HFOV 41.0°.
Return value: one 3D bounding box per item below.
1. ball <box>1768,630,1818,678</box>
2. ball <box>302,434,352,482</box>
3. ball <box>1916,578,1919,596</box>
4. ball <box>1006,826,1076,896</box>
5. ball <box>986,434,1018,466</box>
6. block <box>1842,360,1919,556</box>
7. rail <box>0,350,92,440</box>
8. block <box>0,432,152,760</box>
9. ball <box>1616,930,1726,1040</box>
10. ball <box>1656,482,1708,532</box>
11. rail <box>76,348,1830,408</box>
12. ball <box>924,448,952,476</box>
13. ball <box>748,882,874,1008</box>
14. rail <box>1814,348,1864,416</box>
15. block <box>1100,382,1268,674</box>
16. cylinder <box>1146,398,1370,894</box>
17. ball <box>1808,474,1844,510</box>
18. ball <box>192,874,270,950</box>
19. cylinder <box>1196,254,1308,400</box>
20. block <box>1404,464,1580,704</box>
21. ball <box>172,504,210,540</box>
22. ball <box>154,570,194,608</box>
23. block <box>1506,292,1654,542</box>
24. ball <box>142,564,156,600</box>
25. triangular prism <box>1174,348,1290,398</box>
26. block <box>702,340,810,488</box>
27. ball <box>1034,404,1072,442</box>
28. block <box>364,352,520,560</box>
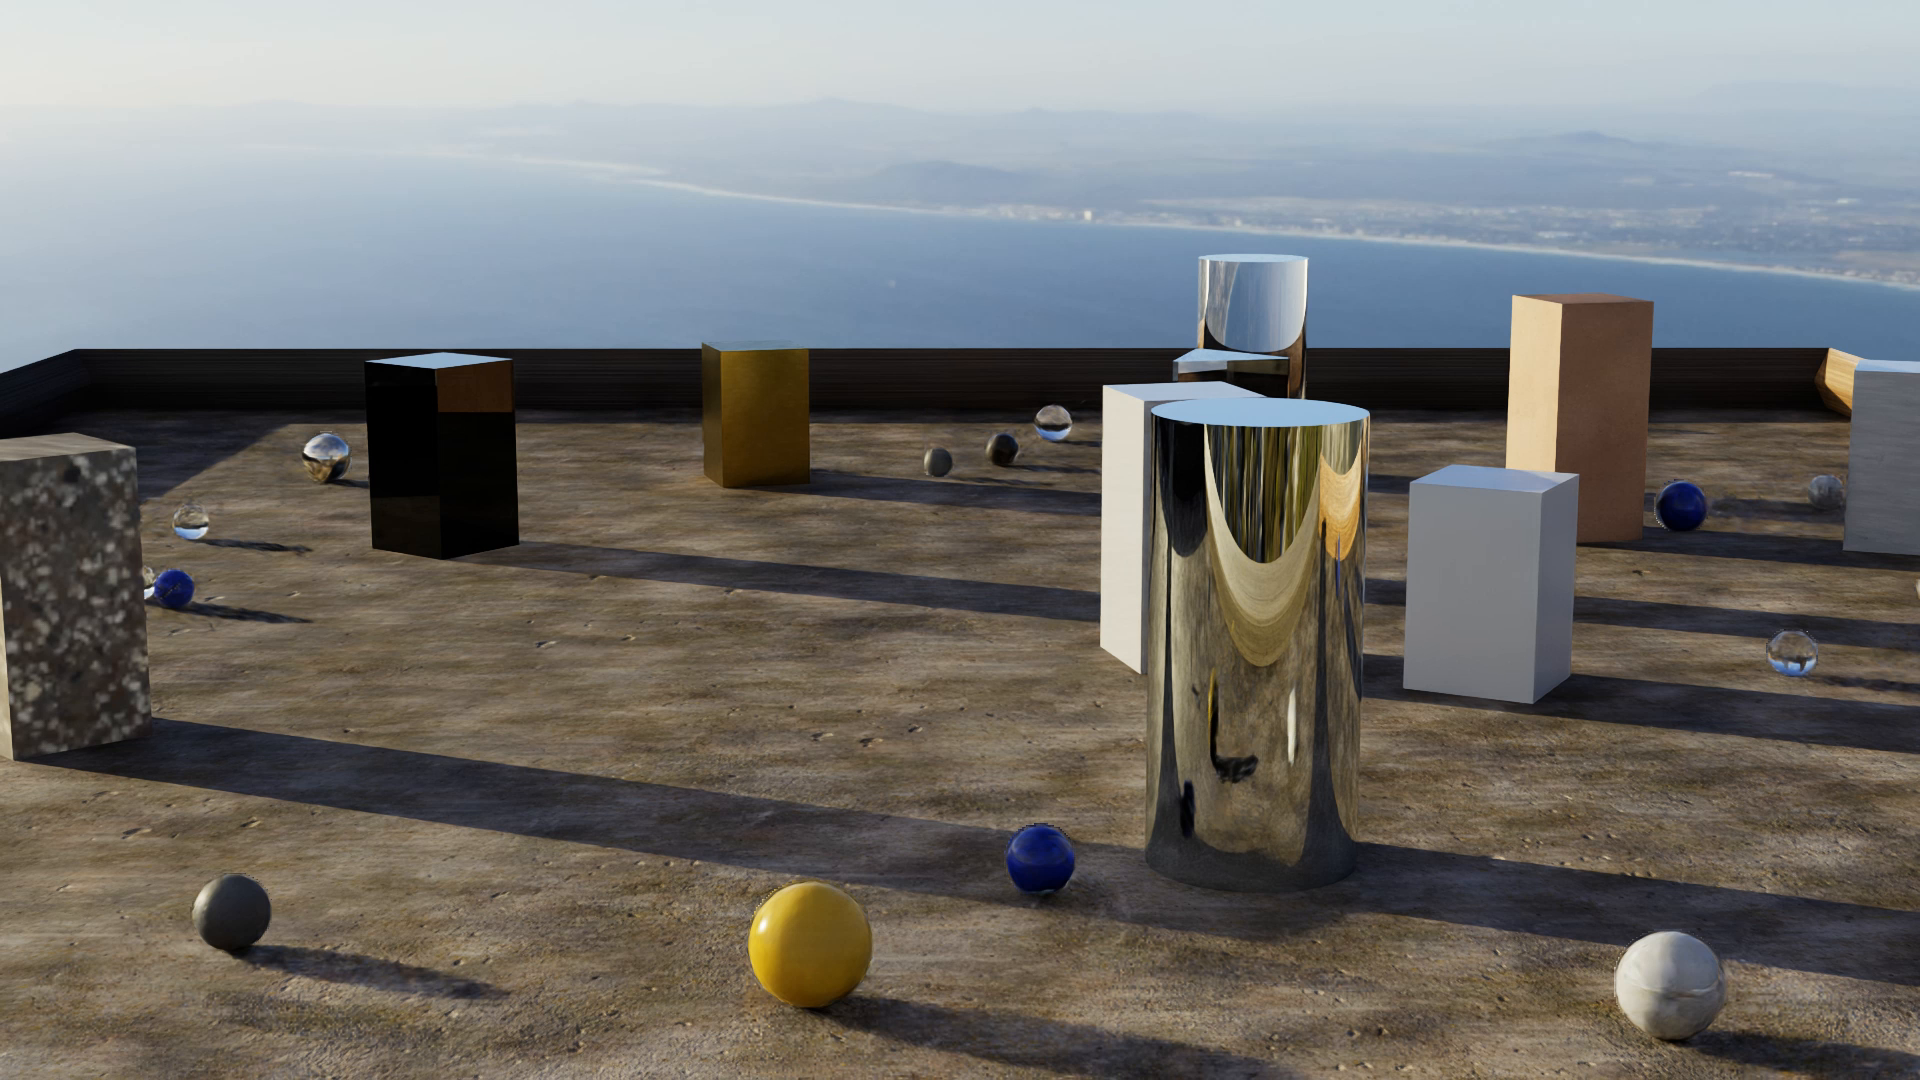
[{"bbox_3d":[1.001,0.137,3.085,0.056,0.056,0.056,0,11,0],"label":"ball"},{"bbox_3d":[-1.118,-0.145,4.532,0.084,0.084,0.084,0,11,0],"label":"ball"},{"bbox_3d":[1.328,0.065,3.489,0.051,0.051,0.051,0,11,0],"label":"ball"},{"bbox_3d":[0.072,0.284,2.278,0.061,0.061,0.061,0,11,0],"label":"ball"},{"bbox_3d":[0.077,-0.166,4.710,0.060,0.060,0.060,0,11,0],"label":"ball"},{"bbox_3d":[1.442,-0.127,3.912,0.156,0.274,0.156,4,11,22],"label":"block"},{"bbox_3d":[-1.852,0.035,3.438,0.045,0.127,4.160,0,11,0],"label":"rail"},{"bbox_3d":[-0.999,0.056,2.798,0.156,0.319,0.156,-9,14,-42],"label":"block"},{"bbox_3d":[0.538,0.337,1.941,0.081,0.081,0.081,0,11,0],"label":"ball"},{"bbox_3d":[1.138,-0.052,4.046,0.079,0.079,0.079,0,11,0],"label":"ball"},{"bbox_3d":[-0.012,-0.342,5.471,3.752,0.127,0.045,0,11,0],"label":"rail"},{"bbox_3d":[-0.039,-0.139,4.583,0.053,0.053,0.053,0,11,0],"label":"ball"},{"bbox_3d":[-0.117,0.316,2.005,0.098,0.098,0.098,0,11,0],"label":"ball"},{"bbox_3d":[1.852,0.031,3.459,0.045,0.127,4.160,0,11,0],"label":"rail"},{"bbox_3d":[0.274,-0.019,3.168,0.156,0.333,0.156,-3,11,-15],"label":"block"},{"bbox_3d":[0.269,0.091,2.341,0.195,0.419,0.195,0,11,0],"label":"cylinder"},{"bbox_3d":[1.432,-0.078,4.241,0.059,0.059,0.059,0,11,0],"label":"ball"},{"bbox_3d":[-0.606,0.310,2.134,0.063,0.063,0.063,0,11,0],"label":"ball"},{"bbox_3d":[0.520,-0.309,4.578,0.195,0.388,0.195,0,11,0],"label":"cylinder"},{"bbox_3d":[0.630,0.049,3.041,0.156,0.247,0.156,6,12,28],"label":"block"},{"bbox_3d":[-1.191,-0.027,3.974,0.055,0.055,0.055,0,11,0],"label":"ball"},{"bbox_3d":[-1.065,0.066,3.476,0.053,0.053,0.053,0,11,0],"label":"ball"},{"bbox_3d":[0.963,-0.193,4.004,0.156,0.369,0.156,-3,11,-16],"label":"block"},{"bbox_3d":[-1.130,0.058,3.522,0.052,0.052,0.052,0,11,0],"label":"ball"},{"bbox_3d":[0.364,-0.108,3.688,0.169,0.319,0.146,-3,11,-13],"label":"triangular prism"},{"bbox_3d":[-0.362,-0.226,4.541,0.156,0.239,0.156,-3,11,-18],"label":"block"},{"bbox_3d":[0.182,-0.228,5.011,0.073,0.073,0.073,0,11,0],"label":"ball"},{"bbox_3d":[-0.786,-0.131,3.898,0.156,0.286,0.156,8,13,36],"label":"block"}]
